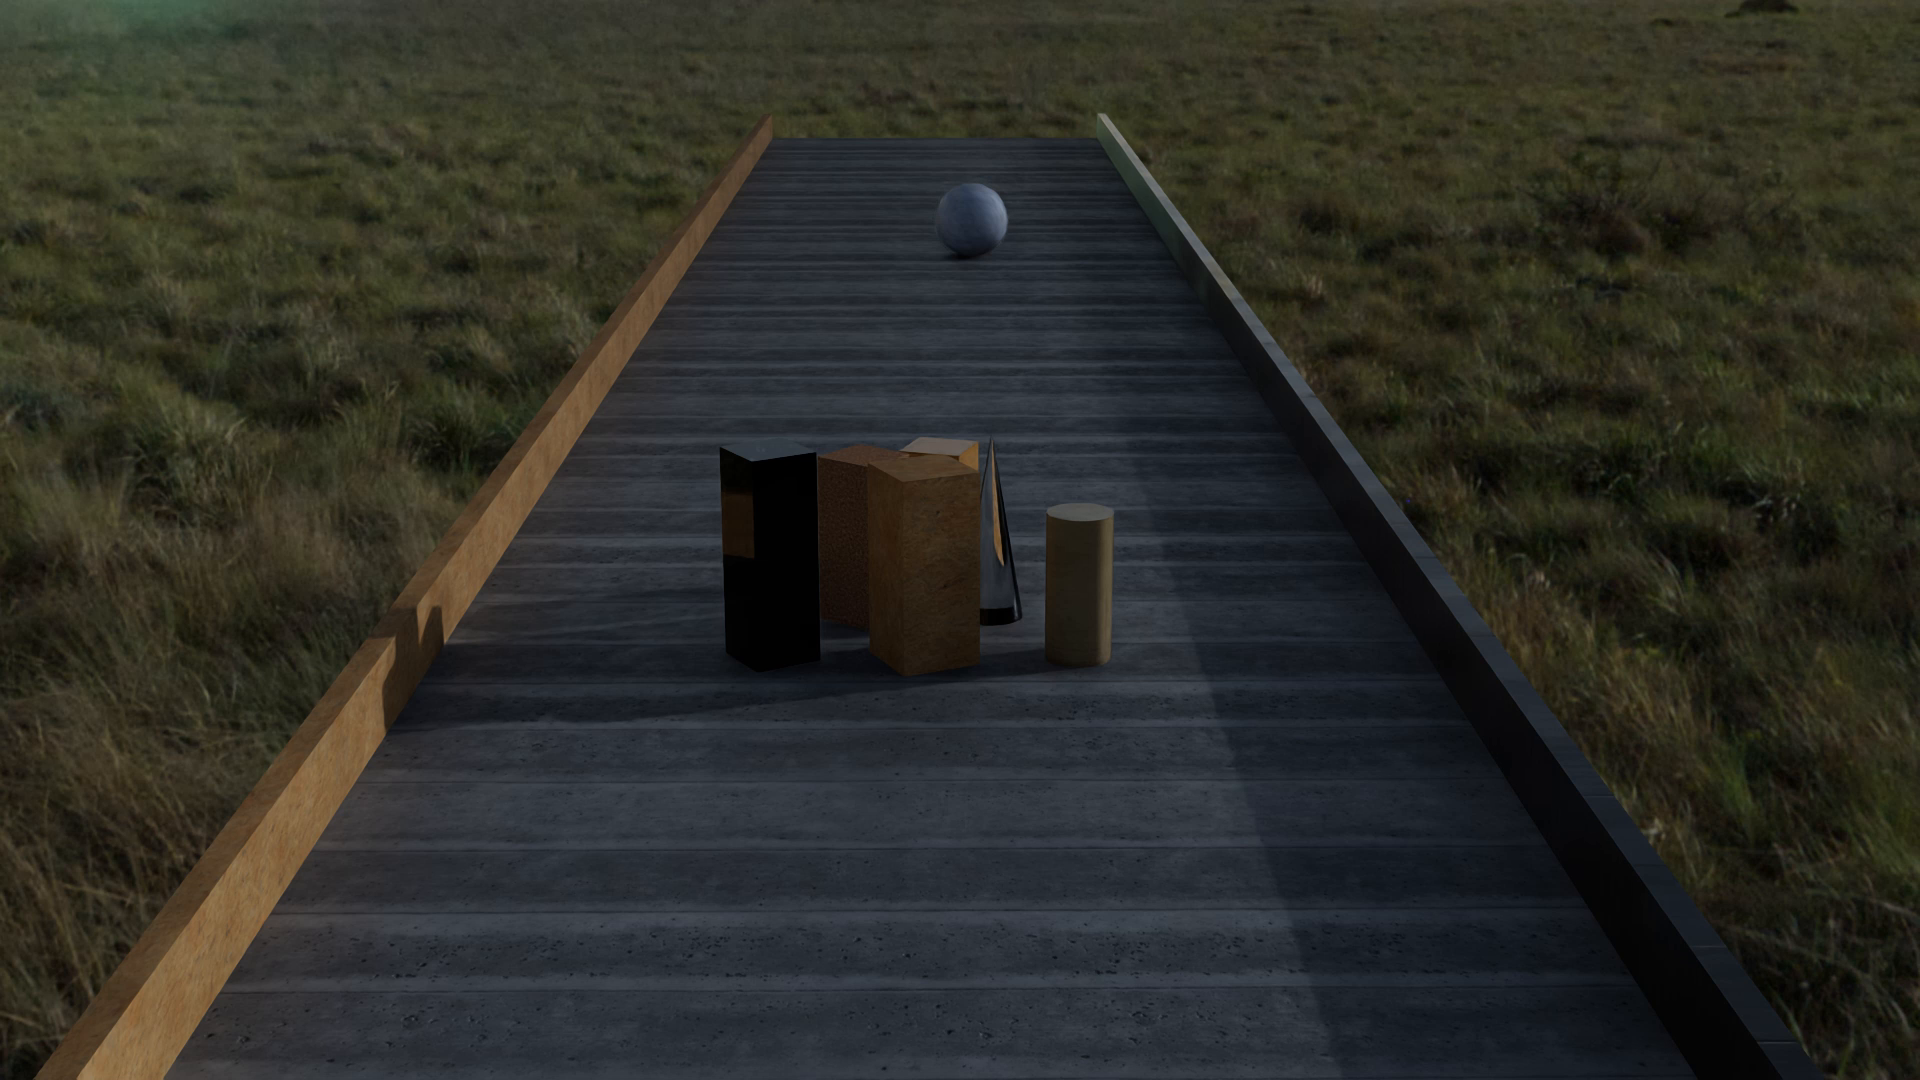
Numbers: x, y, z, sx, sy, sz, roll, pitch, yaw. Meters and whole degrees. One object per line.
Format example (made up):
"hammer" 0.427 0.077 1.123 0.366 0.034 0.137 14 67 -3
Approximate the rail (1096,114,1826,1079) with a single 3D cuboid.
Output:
"rail" 0.932 -0.844 7.801 0.050 0.150 12.000 0 17 -1

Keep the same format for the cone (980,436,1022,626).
"cone" 0.066 -0.032 4.630 0.136 0.402 0.136 0 17 0

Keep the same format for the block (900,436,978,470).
"block" -0.046 -0.063 4.908 0.138 0.302 0.138 5 17 18

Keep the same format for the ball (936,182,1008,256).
"ball" 0.048 -1.340 9.200 0.304 0.304 0.304 0 17 0

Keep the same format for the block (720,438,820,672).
"block" -0.377 0.028 4.376 0.141 0.431 0.141 -10 19 -31

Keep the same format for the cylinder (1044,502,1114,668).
"cylinder" 0.238 0.090 4.394 0.134 0.303 0.134 0 17 0

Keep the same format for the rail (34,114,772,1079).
"rail" -1.118 -0.838 7.780 0.050 0.150 12.000 0 17 -1

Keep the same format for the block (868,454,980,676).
"block" -0.072 0.047 4.372 0.167 0.396 0.167 -8 18 -25

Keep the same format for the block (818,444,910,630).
"block" -0.201 -0.007 4.630 0.136 0.354 0.136 12 21 36
